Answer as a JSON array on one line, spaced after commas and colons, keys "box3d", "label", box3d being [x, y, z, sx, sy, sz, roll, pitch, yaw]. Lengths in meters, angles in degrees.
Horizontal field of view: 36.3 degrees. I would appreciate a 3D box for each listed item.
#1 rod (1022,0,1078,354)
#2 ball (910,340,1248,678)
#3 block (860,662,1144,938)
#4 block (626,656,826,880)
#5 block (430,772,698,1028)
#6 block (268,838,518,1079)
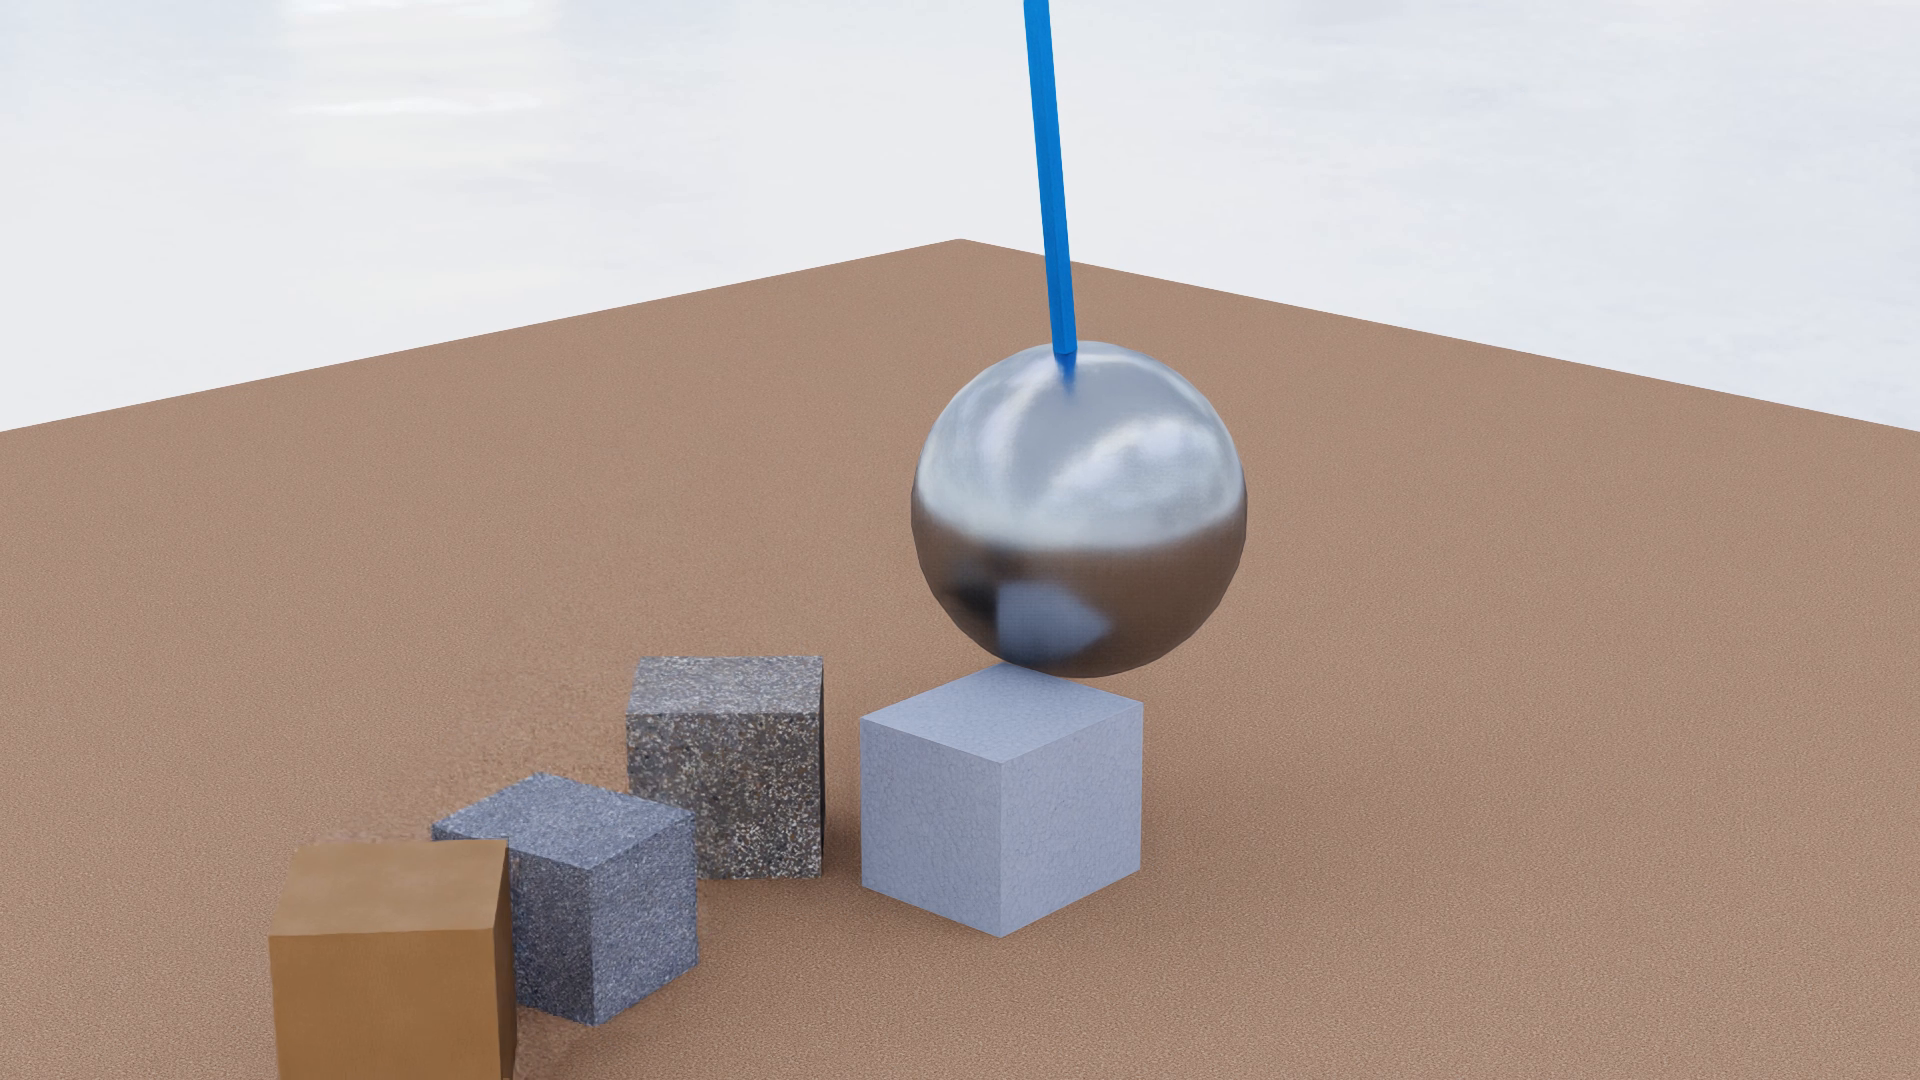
[{"box3d": [0.244, -3.262, 12.572, 0.080, 5.200, 0.080, 17, 32, 42], "label": "rod"}, {"box3d": [0.563, -0.143, 13.887, 1.600, 1.600, 1.600, 0, 17, 0], "label": "ball"}, {"box3d": [0.192, 1.155, 13.303, 0.833, 0.820, 0.986, 15, 23, 39], "label": "block"}, {"box3d": [-1.074, 1.051, 13.647, 0.866, 0.811, 0.755, 0, 17, -1], "label": "block"}, {"box3d": [-1.662, 1.502, 12.381, 0.844, 0.706, 0.701, 11, 21, 30], "label": "block"}, {"box3d": [-2.170, 1.740, 11.342, 0.819, 0.879, 0.841, -1, 18, -5], "label": "block"}]
